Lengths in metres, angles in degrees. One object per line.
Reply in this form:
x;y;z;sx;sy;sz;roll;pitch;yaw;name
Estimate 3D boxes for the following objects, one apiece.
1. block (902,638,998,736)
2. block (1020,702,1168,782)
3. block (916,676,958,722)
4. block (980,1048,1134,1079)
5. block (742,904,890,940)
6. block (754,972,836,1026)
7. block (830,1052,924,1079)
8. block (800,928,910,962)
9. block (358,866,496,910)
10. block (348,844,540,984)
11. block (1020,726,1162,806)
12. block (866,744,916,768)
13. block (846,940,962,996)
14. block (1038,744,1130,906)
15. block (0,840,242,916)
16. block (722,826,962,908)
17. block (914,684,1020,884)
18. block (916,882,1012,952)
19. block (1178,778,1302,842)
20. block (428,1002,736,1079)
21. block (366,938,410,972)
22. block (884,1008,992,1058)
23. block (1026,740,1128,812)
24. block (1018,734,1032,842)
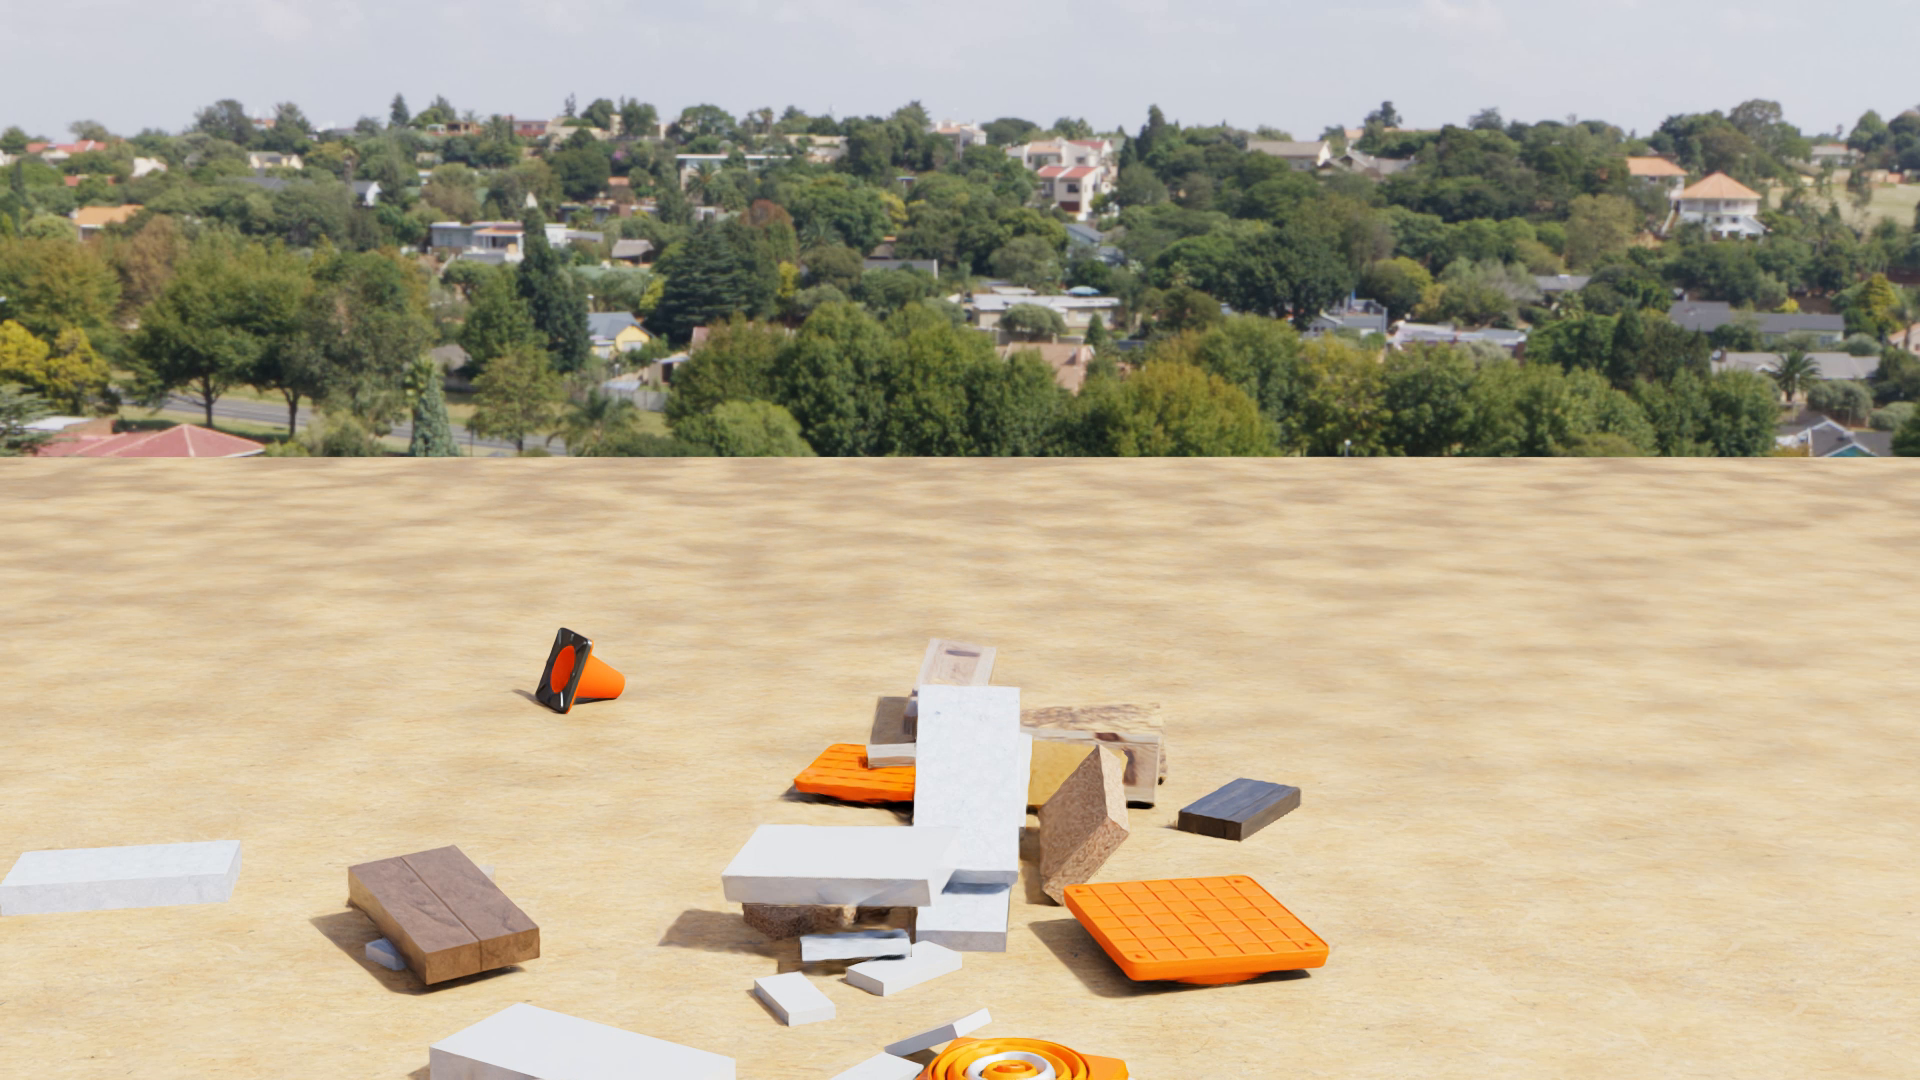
-0.018;0.316;4.658;0.148;0.042;0.461;9;18;4;block
0.248;0.399;4.284;0.297;0.148;0.042;-2;-19;-9;block
0.068;0.370;4.417;0.297;0.042;0.148;20;20;1;block
0.180;0.731;2.788;0.311;0.044;0.155;10;15;43;block
-0.231;0.596;3.553;0.213;0.030;0.107;-7;13;-33;block
-0.241;0.667;3.200;0.071;0.020;0.142;-5;12;-25;block
-0.121;0.720;2.914;0.071;0.020;0.142;8;13;37;block
-0.160;0.614;3.337;0.162;0.023;0.081;-3;0;-7;block
-0.885;0.577;3.656;0.213;0.030;0.107;-1;11;-8;block
-0.803;0.574;3.404;0.176;0.050;0.353;-8;19;-32;block
0.213;0.428;4.186;0.328;0.127;0.036;2;-15;13;block
-0.109;0.418;4.271;0.144;0.020;0.072;-2;14;-7;block
-0.083;0.645;3.312;0.162;0.023;0.081;-10;15;-44;block
0.209;0.483;3.770;0.047;0.167;0.376;40;11;-7;block
-1.397;0.563;3.678;0.353;0.050;0.176;-2;11;-11;block
-0.180;0.501;3.394;0.334;0.047;0.167;-2;20;18;block
0.012;0.393;3.565;0.167;0.334;0.047;1;-34;1;block
0.011;0.559;3.526;0.140;0.040;0.279;1;26;4;block
0.519;0.497;4.071;0.127;0.036;0.254;7;13;33;block
-0.502;0.704;2.919;0.375;0.050;0.176;6;12;30;block
-0.829;0.624;3.412;0.081;0.023;0.162;10;15;41;block
-0.031;0.672;2.990;0.142;0.020;0.071;-29;-11;40;block
0.176;0.445;4.115;0.254;0.127;0.036;5;-26;24;block
0.062;0.436;3.929;0.121;0.034;0.242;4;37;3;block
